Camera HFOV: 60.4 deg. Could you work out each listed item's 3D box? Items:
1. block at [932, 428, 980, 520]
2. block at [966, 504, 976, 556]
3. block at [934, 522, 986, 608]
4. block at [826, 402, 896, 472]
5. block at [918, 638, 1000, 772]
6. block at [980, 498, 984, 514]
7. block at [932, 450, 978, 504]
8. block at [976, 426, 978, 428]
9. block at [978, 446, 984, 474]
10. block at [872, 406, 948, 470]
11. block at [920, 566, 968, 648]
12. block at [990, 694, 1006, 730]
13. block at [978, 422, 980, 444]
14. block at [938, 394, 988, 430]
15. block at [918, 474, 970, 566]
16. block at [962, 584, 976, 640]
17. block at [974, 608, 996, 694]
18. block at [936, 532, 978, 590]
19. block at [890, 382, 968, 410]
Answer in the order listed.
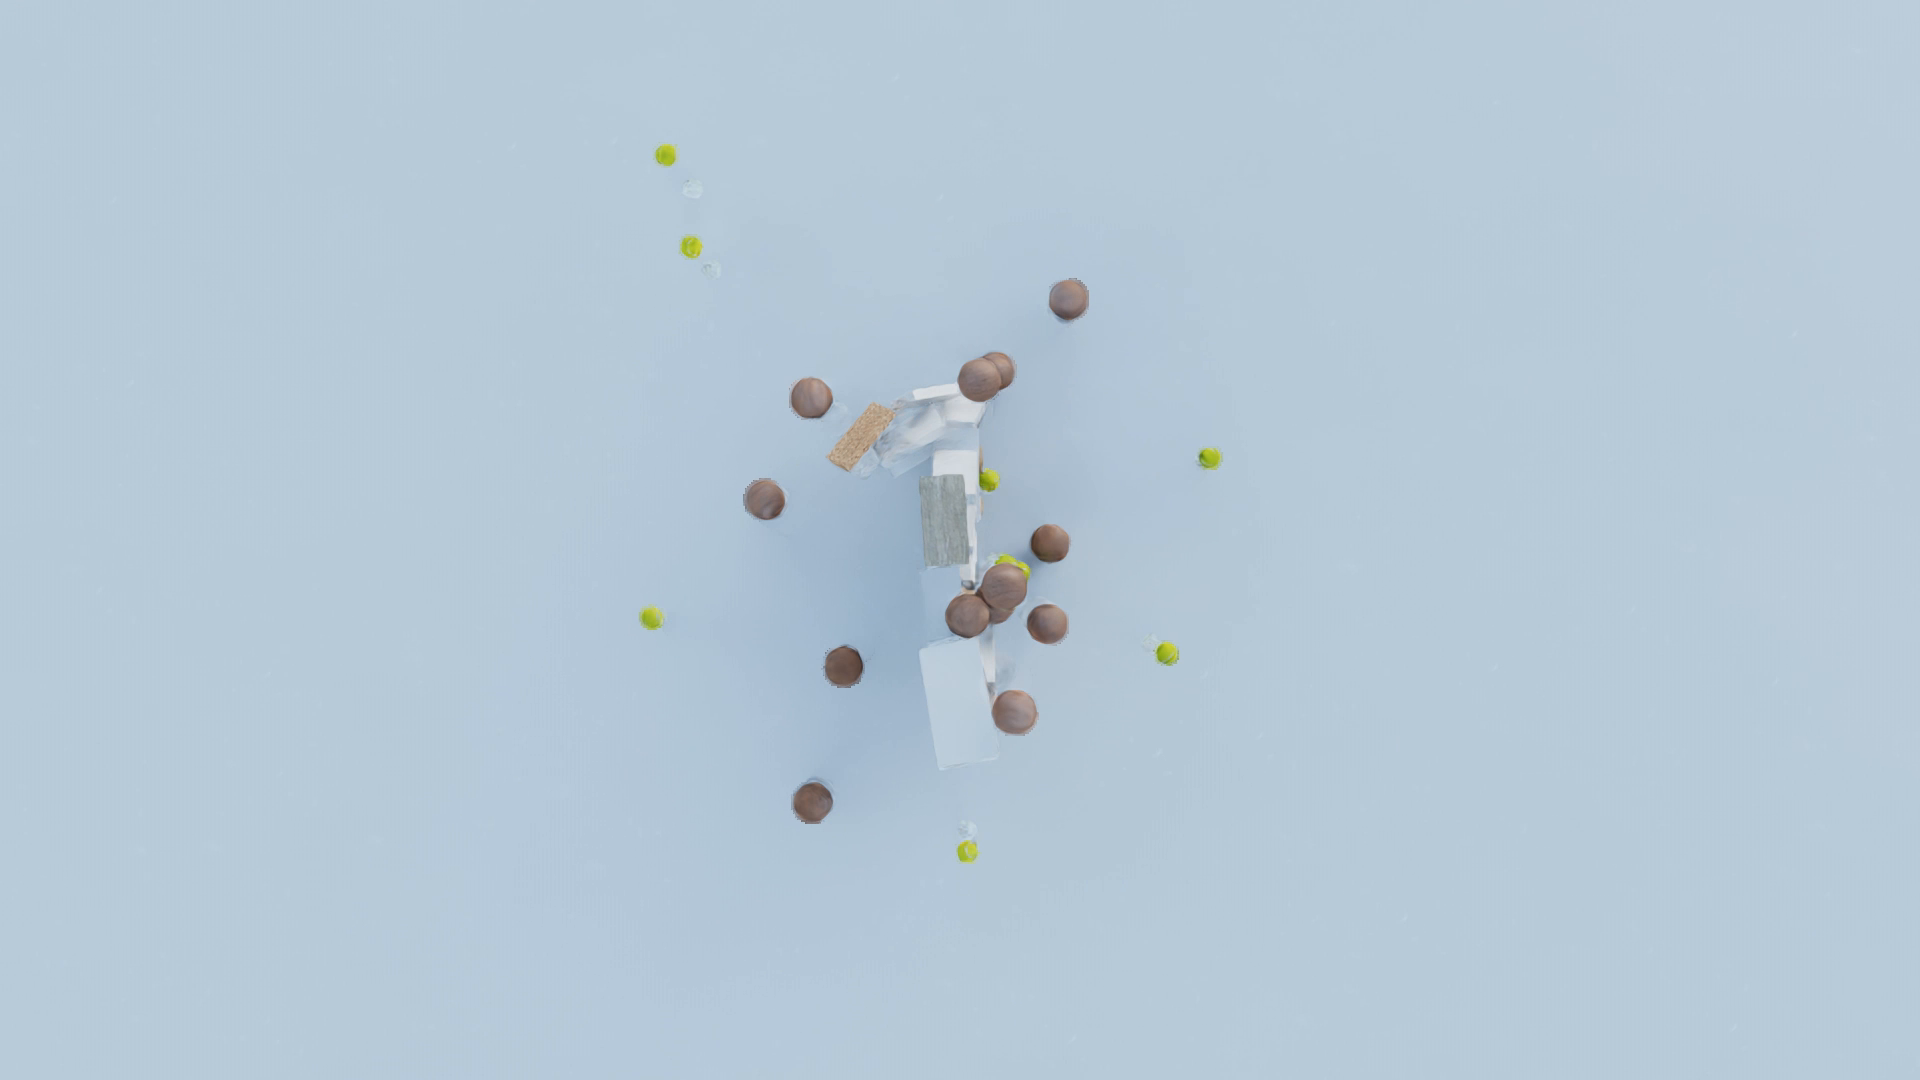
[{"bbox_3d":[-0.011,-0.203,5.188,0.144,0.041,0.289,-1,90,0],"label":"block"},{"bbox_3d":[-0.022,-0.034,5.041,0.134,0.267,0.038,3,119,2],"label":"block"},{"bbox_3d":[-0.001,0.099,5.162,0.157,0.044,0.314,-1,90,0],"label":"block"},{"bbox_3d":[-0.309,-0.323,5.144,0.230,0.115,0.033,-51,125,-8],"label":"block"},{"bbox_3d":[-0.002,0.473,4.762,0.177,0.050,0.354,-12,70,4],"label":"block"},{"bbox_3d":[0.001,-0.106,5.354,0.144,0.289,0.041,-1,89,1],"label":"block"},{"bbox_3d":[-0.017,-0.195,5.044,0.134,0.267,0.038,3,121,0],"label":"block"},{"bbox_3d":[-0.002,-0.392,5.376,0.126,0.253,0.036,8,116,1],"label":"block"},{"bbox_3d":[0.003,-0.264,5.355,0.144,0.289,0.041,4,103,0],"label":"block"},{"bbox_3d":[-0.161,-0.322,5.168,0.230,0.115,0.033,-31,133,4],"label":"block"},{"bbox_3d":[-0.048,0.201,4.920,0.117,0.033,0.235,-6,91,0],"label":"block"},{"bbox_3d":[0.032,0.513,4.943,0.177,0.354,0.050,-23,103,1],"label":"block"},{"bbox_3d":[-0.001,-0.334,5.377,0.126,0.253,0.036,4,114,0],"label":"block"},{"bbox_3d":[0.006,-0.414,5.334,0.126,0.253,0.036,10,116,8],"label":"block"},{"bbox_3d":[-0.046,-0.058,4.898,0.134,0.038,0.267,-4,88,2],"label":"block"},{"bbox_3d":[-0.013,0.222,5.039,0.117,0.235,0.033,3,130,0],"label":"block"},{"bbox_3d":[0.015,0.332,4.982,0.177,0.354,0.050,0,126,0],"label":"block"},{"bbox_3d":[-0.009,0.059,5.038,0.117,0.235,0.033,5,129,0],"label":"block"},{"bbox_3d":[-0.097,-0.456,5.232,0.230,0.115,0.033,-14,85,-42],"label":"block"}]
